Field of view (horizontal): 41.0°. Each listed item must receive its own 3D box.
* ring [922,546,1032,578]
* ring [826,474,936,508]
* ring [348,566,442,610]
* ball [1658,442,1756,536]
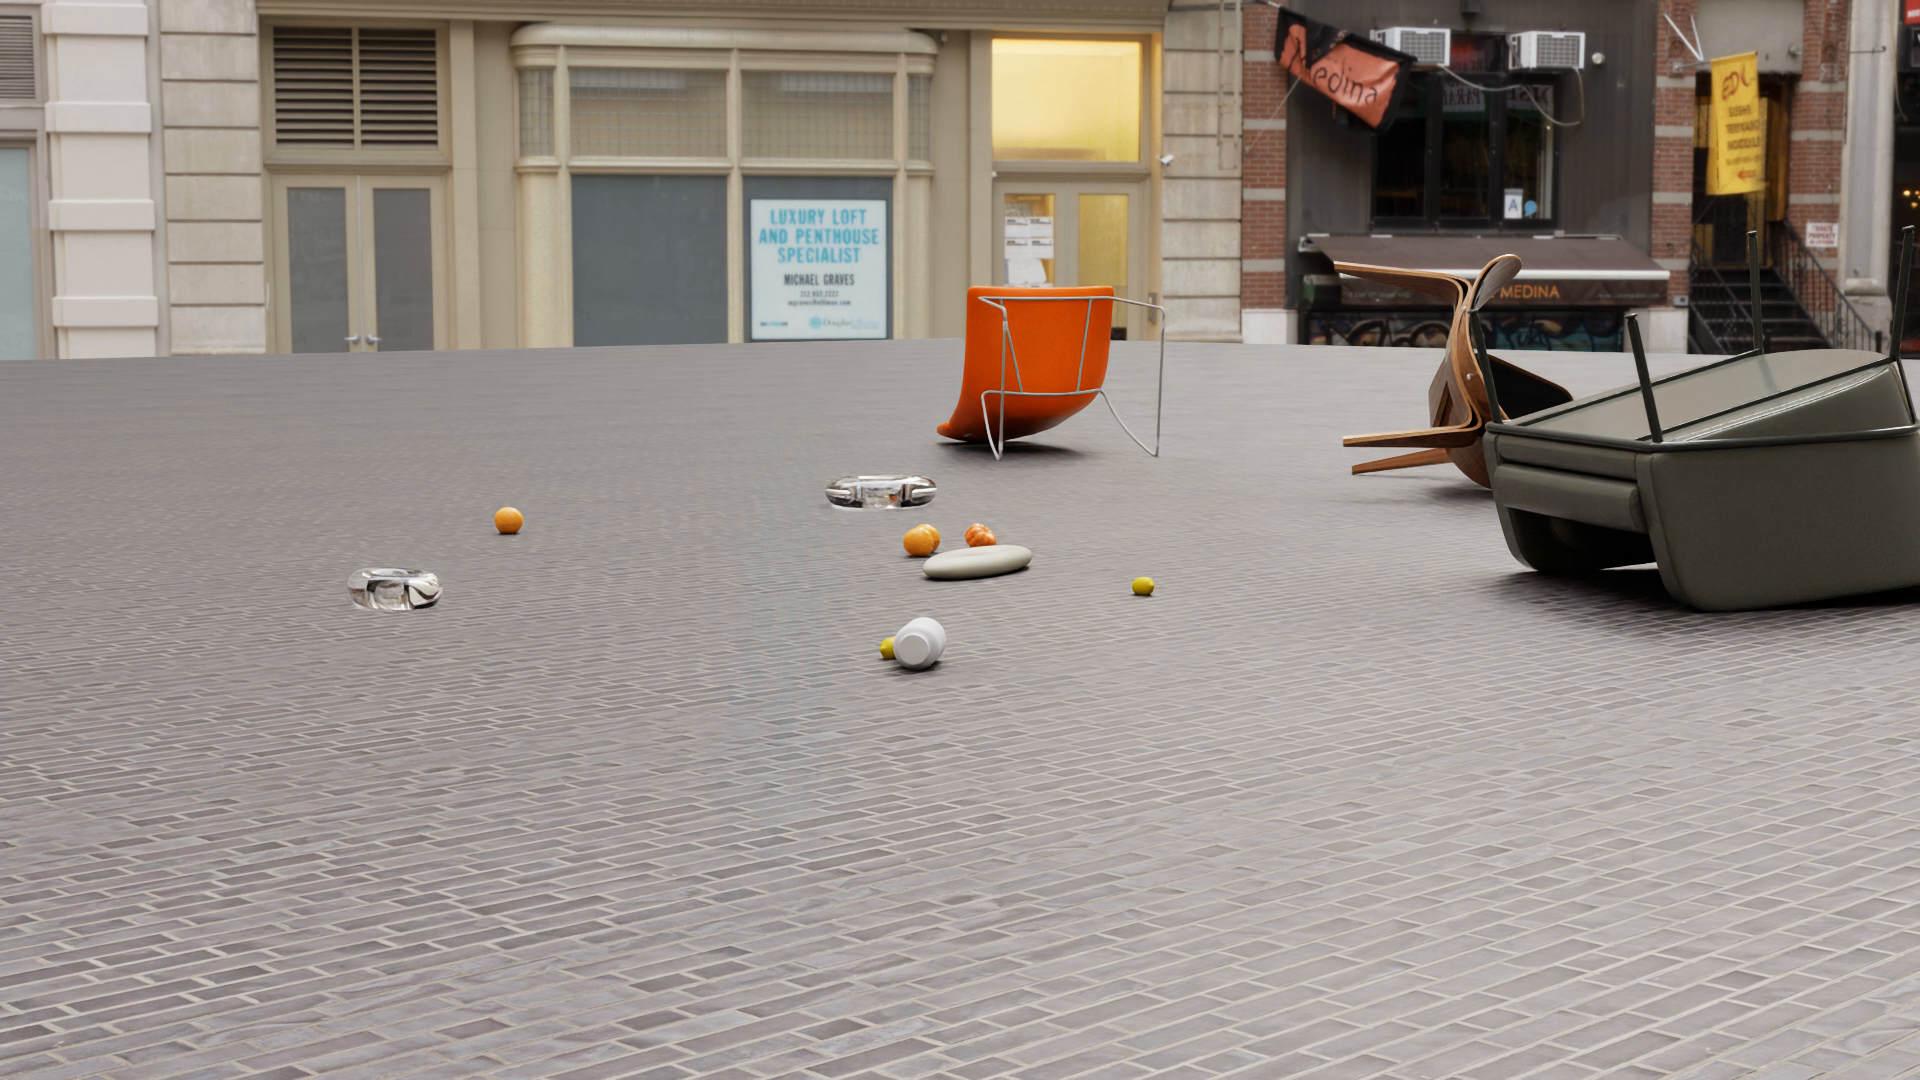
[{"bbox_3d":[0.041,0.048,5.710,0.168,0.048,0.387,2,7,31],"label":"ring"},{"bbox_3d":[-0.227,-0.141,7.379,0.324,0.084,0.328,0,5,7],"label":"ring"},{"bbox_3d":[-1.133,0.097,5.142,0.239,0.069,0.146,6,10,38],"label":"ring"},{"bbox_3d":[1.900,-0.130,6.526,0.236,0.236,0.236,0,6,0],"label":"ball"}]
